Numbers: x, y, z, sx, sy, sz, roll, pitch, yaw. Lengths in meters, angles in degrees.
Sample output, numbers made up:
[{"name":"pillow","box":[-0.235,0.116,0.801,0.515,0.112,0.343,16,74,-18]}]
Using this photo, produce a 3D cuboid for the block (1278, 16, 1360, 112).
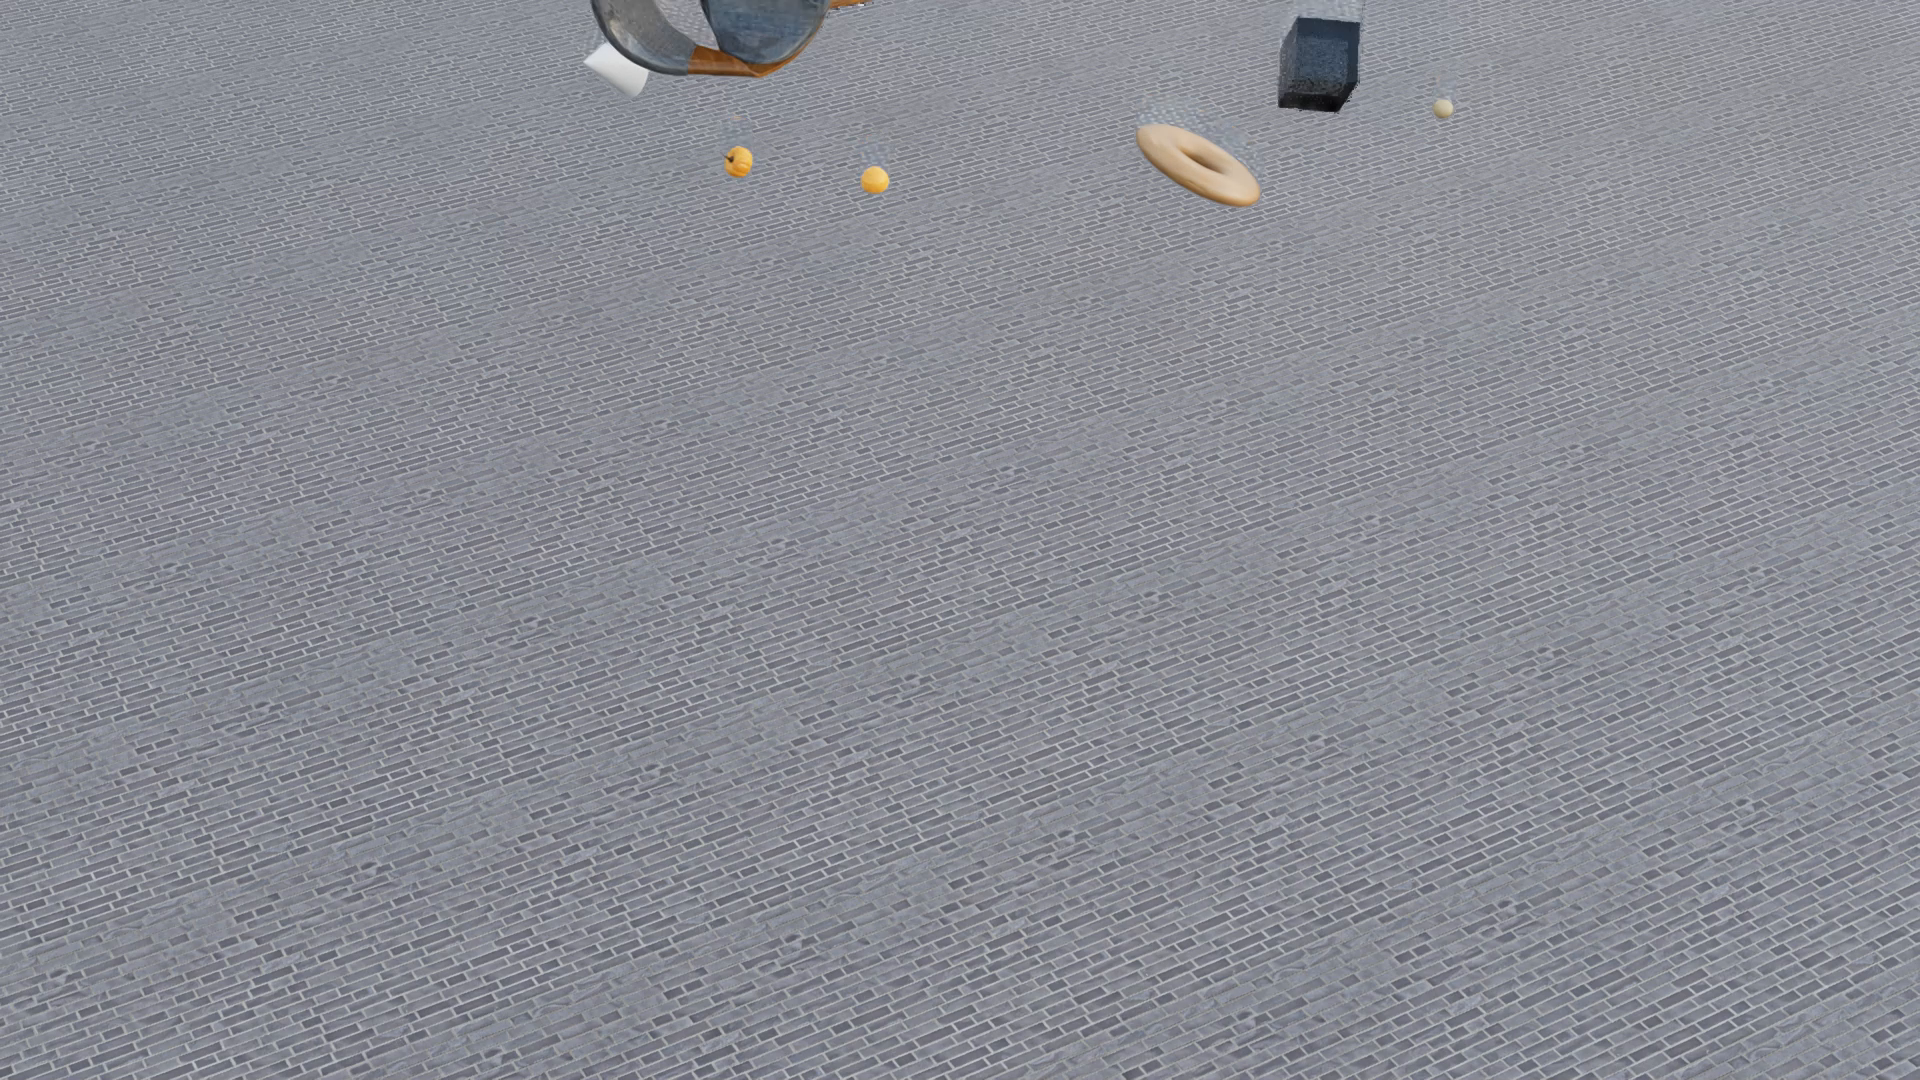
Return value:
[{"name":"block","box":[0.987,-1.307,8.078,0.171,0.238,0.172,5,78,-5]}]

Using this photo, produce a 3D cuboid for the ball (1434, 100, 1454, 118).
[{"name":"ball","box":[1.575,-1.405,9.558,0.064,0.064,0.064,0,33,0]}]

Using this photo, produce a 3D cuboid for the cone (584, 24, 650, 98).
[{"name":"cone","box":[-1.129,-1.529,9.371,0.158,0.238,0.234,14,16,31]}]

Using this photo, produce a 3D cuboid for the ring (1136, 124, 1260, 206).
[{"name":"ring","box":[0.695,-1.094,8.546,0.407,0.075,0.349,27,27,-7]}]
